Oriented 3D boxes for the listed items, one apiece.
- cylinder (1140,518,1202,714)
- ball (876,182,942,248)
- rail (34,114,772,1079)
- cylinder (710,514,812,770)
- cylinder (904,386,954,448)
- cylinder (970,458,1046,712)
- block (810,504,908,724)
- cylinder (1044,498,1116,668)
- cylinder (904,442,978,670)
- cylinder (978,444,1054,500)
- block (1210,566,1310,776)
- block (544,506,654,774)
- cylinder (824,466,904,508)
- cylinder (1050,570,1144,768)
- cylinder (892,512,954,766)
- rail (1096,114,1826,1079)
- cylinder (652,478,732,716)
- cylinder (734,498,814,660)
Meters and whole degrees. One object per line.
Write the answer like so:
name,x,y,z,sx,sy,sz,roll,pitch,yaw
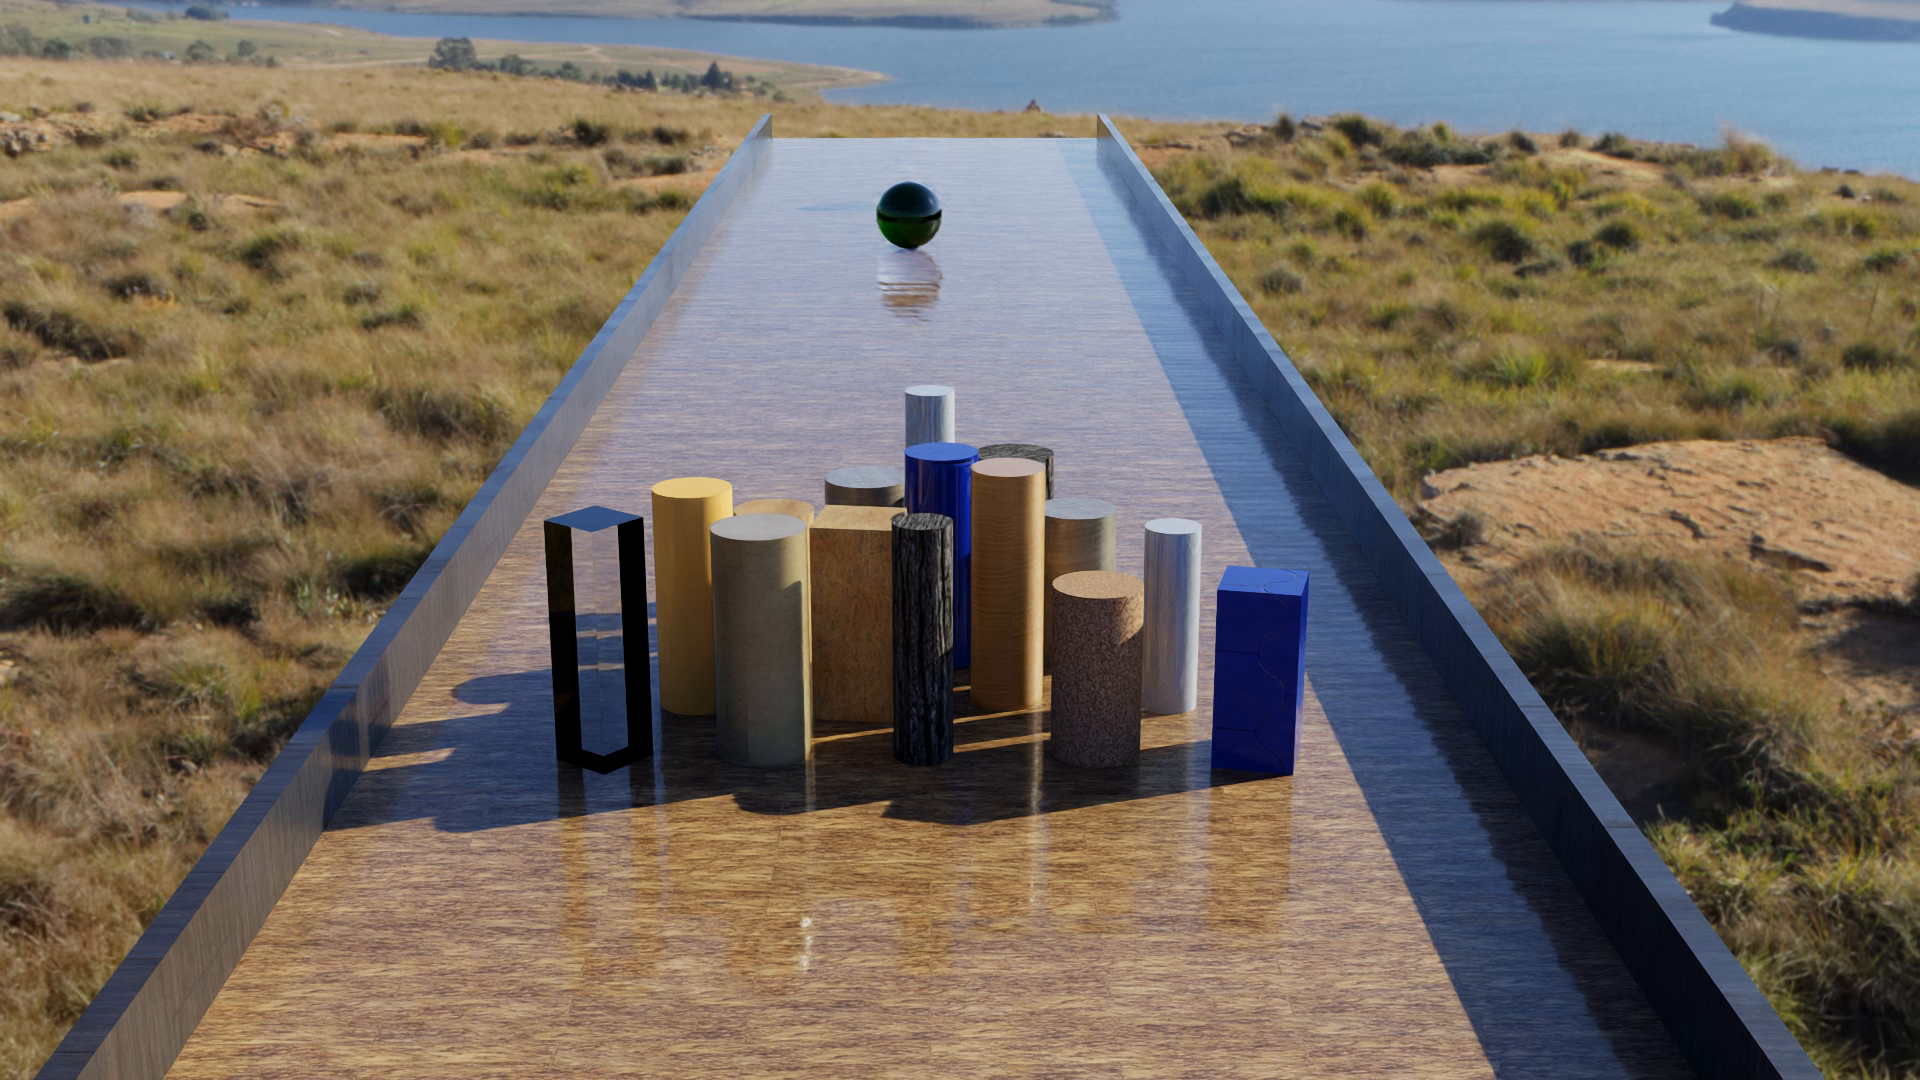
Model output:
cylinder,0.396,0.143,4.126,0.107,0.353,0.107,0,17,0
ball,-0.218,-1.389,9.398,0.284,0.284,0.284,0,17,0
rail,-1.118,-0.838,7.780,0.050,0.150,12.000,0,17,-1
cylinder,-0.351,0.178,3.890,0.168,0.420,0.168,0,17,0
cylinder,-0.066,-0.121,4.875,0.110,0.431,0.110,0,17,0
cylinder,0.089,0.084,4.144,0.139,0.457,0.139,0,17,0
block,-0.187,0.137,4.114,0.155,0.372,0.155,2,17,8
cylinder,0.229,0.087,4.387,0.161,0.312,0.161,0,17,0
cylinder,-0.036,0.033,4.360,0.146,0.431,0.146,0,17,0
cylinder,0.112,-0.009,4.630,0.167,0.358,0.167,0,17,0
block,0.530,0.228,3.881,0.144,0.330,0.144,4,17,13
block,-0.633,0.175,3.863,0.121,0.442,0.121,13,21,36
cylinder,-0.195,0.012,4.661,0.179,0.300,0.179,0,17,0
cylinder,0.243,0.228,3.908,0.161,0.314,0.161,0,17,0
cylinder,-0.065,0.176,3.874,0.107,0.434,0.107,0,17,0
rail,0.932,-0.844,7.801,0.050,0.150,12.000,0,17,-1
cylinder,-0.497,0.105,4.133,0.148,0.422,0.148,0,17,0
cylinder,-0.370,0.086,4.403,0.159,0.306,0.159,0,17,0
